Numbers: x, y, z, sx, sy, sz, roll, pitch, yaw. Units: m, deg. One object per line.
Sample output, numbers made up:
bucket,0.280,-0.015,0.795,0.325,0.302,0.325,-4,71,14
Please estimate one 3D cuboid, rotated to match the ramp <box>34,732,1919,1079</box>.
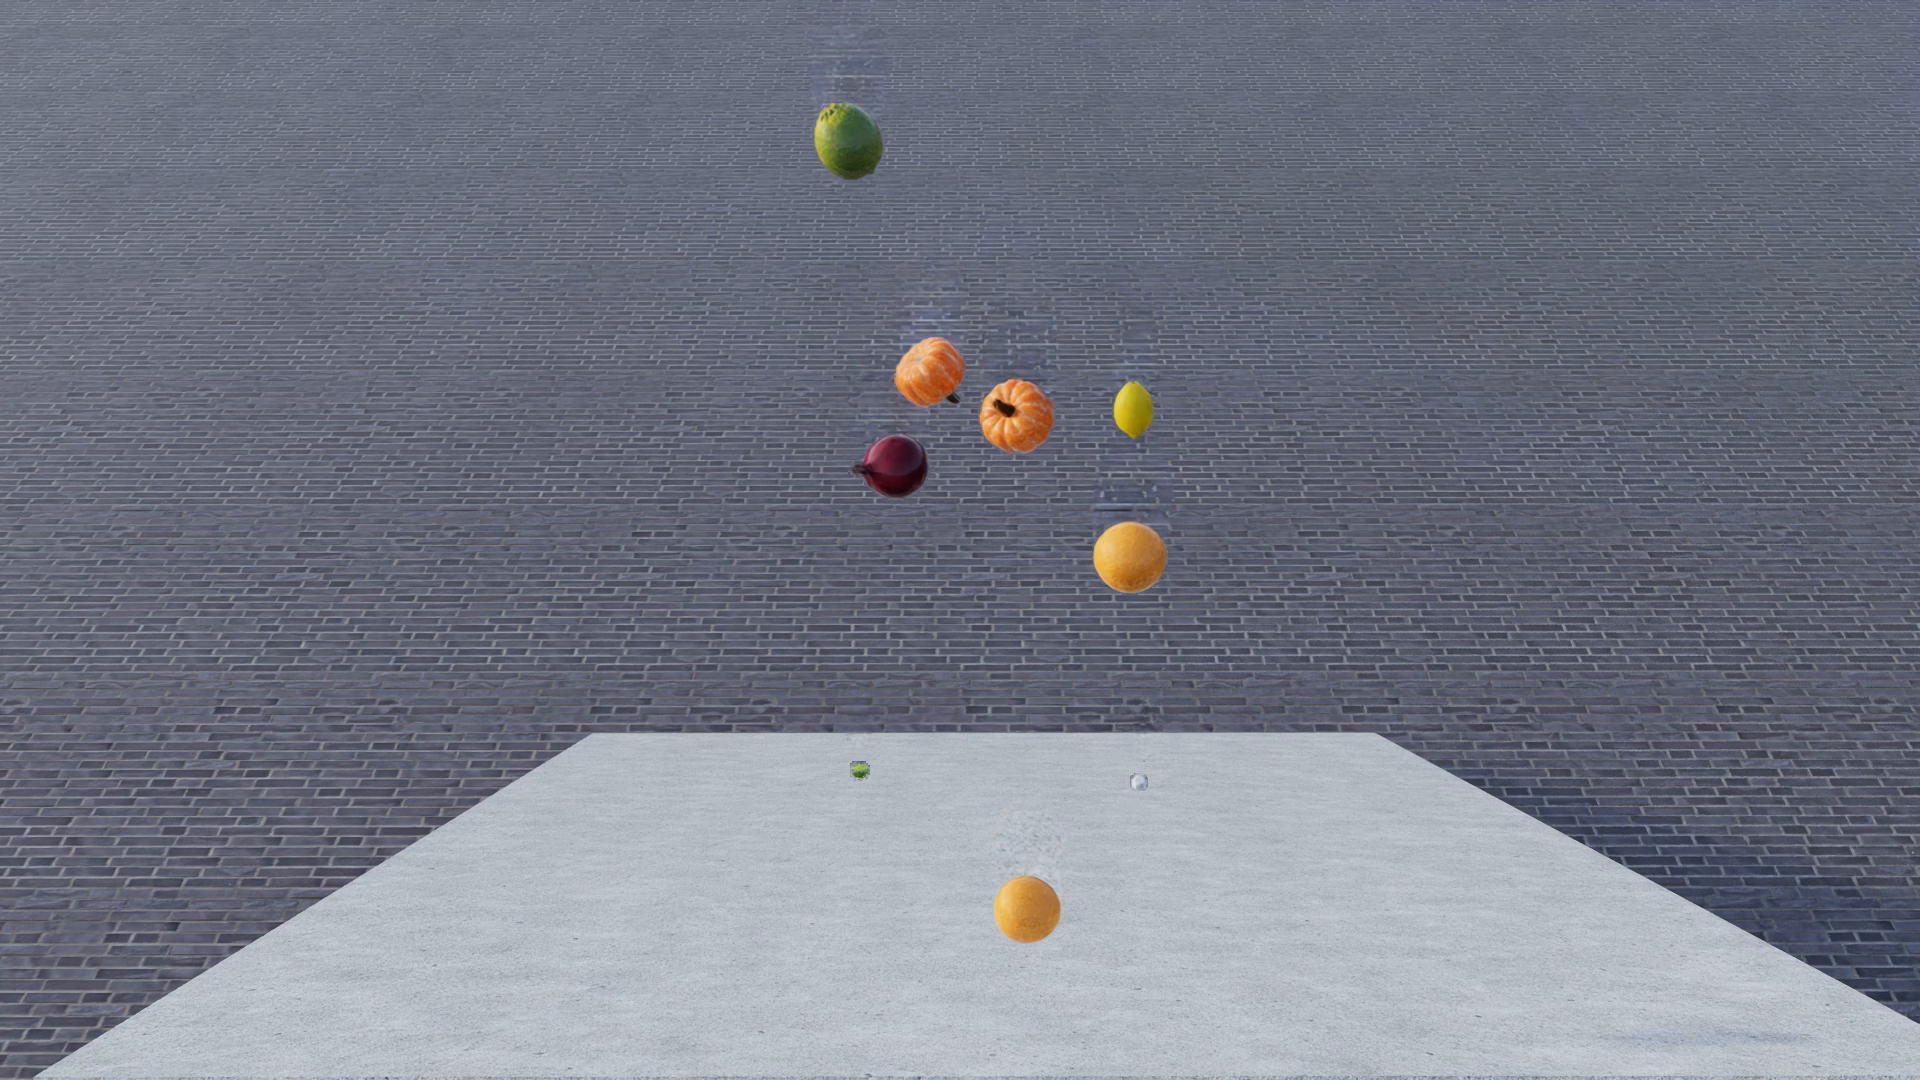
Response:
ramp,0.063,0.567,4.608,2.000,0.100,4.000,0,1,0
